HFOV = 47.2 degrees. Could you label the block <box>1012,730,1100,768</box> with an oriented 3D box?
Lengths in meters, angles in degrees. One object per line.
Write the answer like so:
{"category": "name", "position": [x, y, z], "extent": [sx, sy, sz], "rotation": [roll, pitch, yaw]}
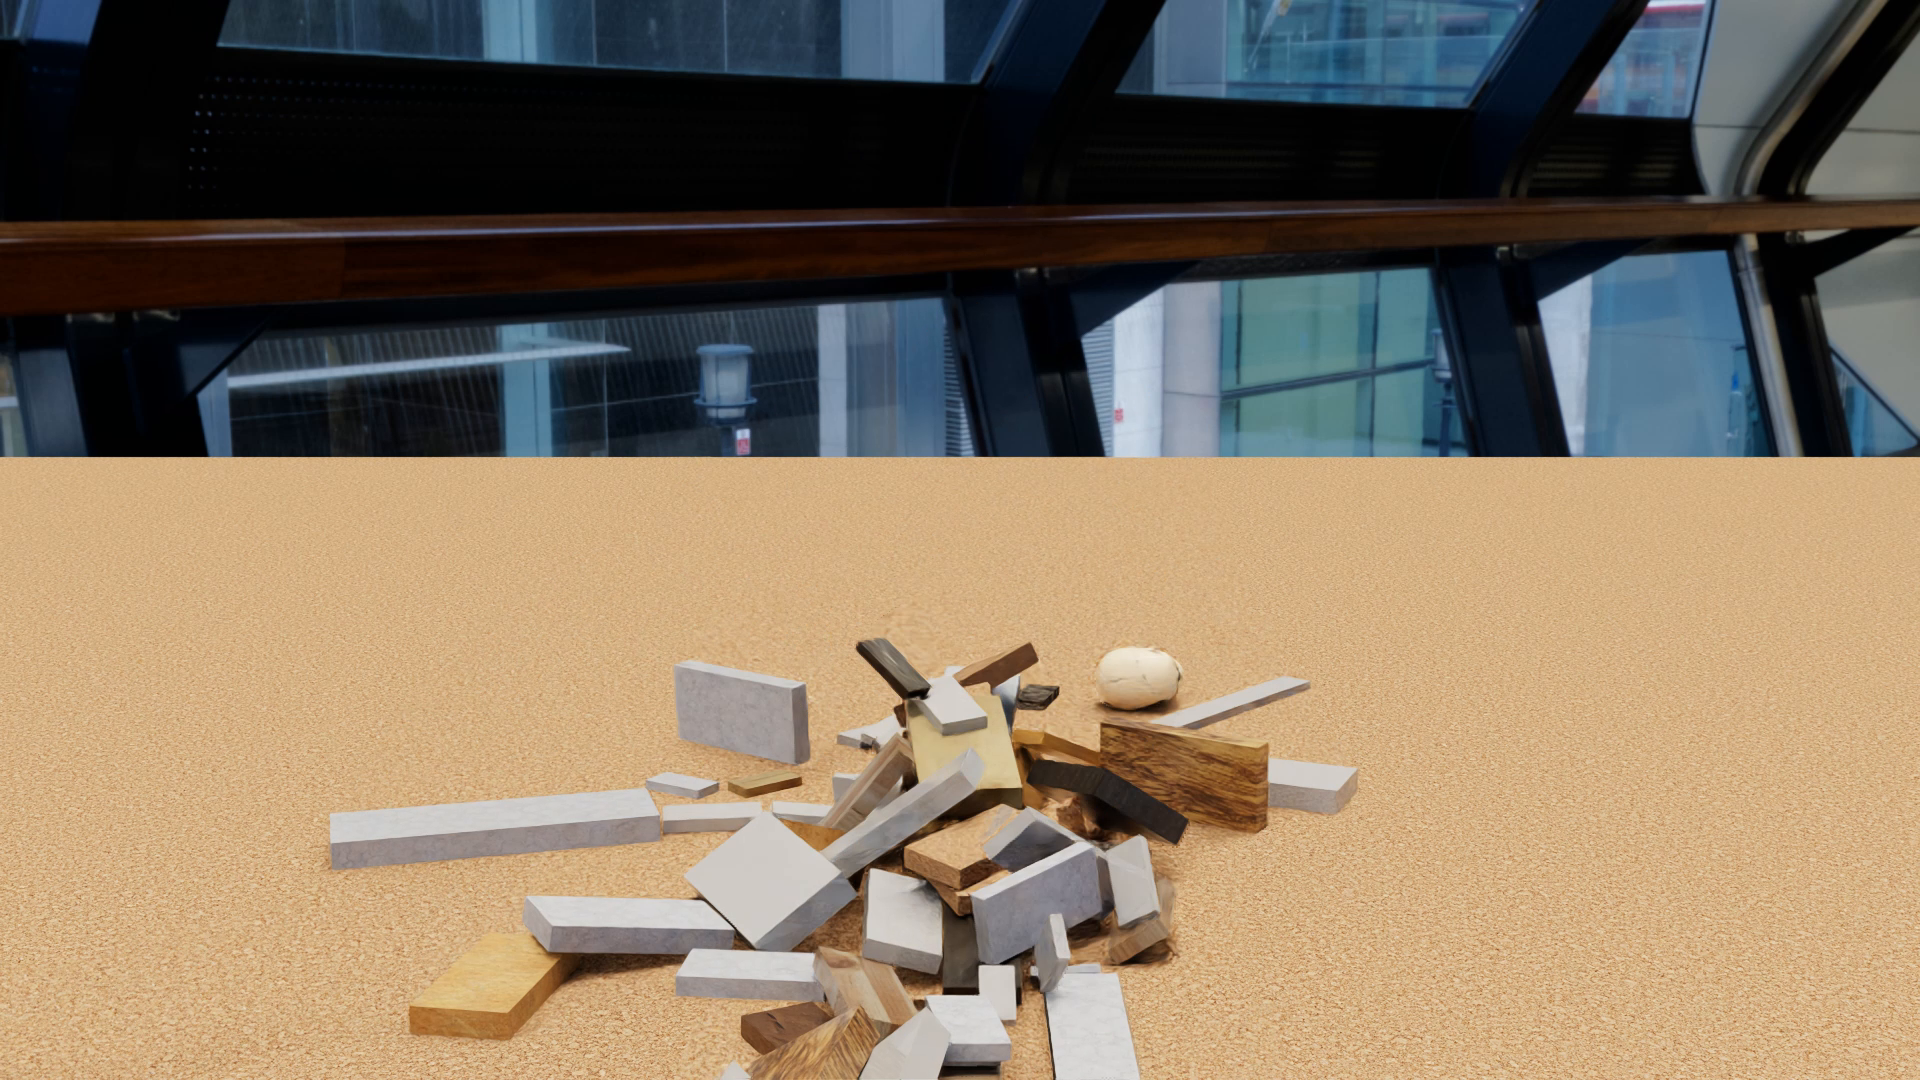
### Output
{"category": "block", "position": [0.191, 0.401, 4.232], "extent": [0.172, 0.024, 0.086], "rotation": [24, -15, -38]}

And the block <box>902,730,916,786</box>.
{"category": "block", "position": [-0.013, 0.461, 3.839], "extent": [0.171, 0.048, 0.342], "rotation": [-1, 36, -2]}

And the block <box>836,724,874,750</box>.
{"category": "block", "position": [-0.182, 0.408, 4.597], "extent": [0.070, 0.020, 0.139], "rotation": [10, 15, 44]}

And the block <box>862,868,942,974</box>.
{"category": "block", "position": [-0.088, 0.580, 3.360], "extent": [0.116, 0.033, 0.232], "rotation": [14, 17, -5]}

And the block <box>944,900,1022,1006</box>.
{"category": "block", "position": [0.033, 0.613, 3.295], "extent": [0.114, 0.032, 0.229], "rotation": [0, 25, 0]}

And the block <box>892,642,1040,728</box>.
{"category": "block", "position": [0.015, 0.288, 4.390], "extent": [0.156, 0.044, 0.312], "rotation": [-23, 1, 33]}

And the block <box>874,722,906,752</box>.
{"category": "block", "position": [-0.110, 0.403, 4.502], "extent": [0.069, 0.020, 0.139], "rotation": [20, 30, 23]}

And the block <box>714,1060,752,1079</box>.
{"category": "block", "position": [-0.331, 0.723, 2.672], "extent": [0.031, 0.111, 0.221], "rotation": [44, 15, 0]}

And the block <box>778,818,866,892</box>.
{"category": "block", "position": [-0.240, 0.533, 3.728], "extent": [0.181, 0.090, 0.026], "rotation": [7, -18, 31]}

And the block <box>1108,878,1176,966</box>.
{"category": "block", "position": [0.285, 0.593, 3.435], "extent": [0.097, 0.027, 0.194], "rotation": [-33, 5, 13]}

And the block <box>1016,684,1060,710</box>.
{"category": "block", "position": [0.169, 0.351, 4.902], "extent": [0.072, 0.020, 0.144], "rotation": [3, 11, 16]}

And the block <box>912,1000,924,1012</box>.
{"category": "block", "position": [-0.013, 0.662, 3.067], "extent": [0.086, 0.024, 0.172], "rotation": [3, -6, -8]}

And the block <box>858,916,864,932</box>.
{"category": "block", "position": [-0.127, 0.586, 3.523], "extent": [0.019, 0.066, 0.131], "rotation": [41, 11, -4]}

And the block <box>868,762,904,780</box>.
{"category": "block", "position": [-0.129, 0.461, 4.308], "extent": [0.069, 0.020, 0.139], "rotation": [-3, 11, -17]}

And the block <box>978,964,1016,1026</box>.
{"category": "block", "position": [0.054, 0.655, 3.163], "extent": [0.052, 0.015, 0.103], "rotation": [0, 36, -1]}

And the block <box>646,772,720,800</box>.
{"category": "block", "position": [-0.536, 0.474, 4.244], "extent": [0.130, 0.018, 0.065], "rotation": [7, 12, 32]}

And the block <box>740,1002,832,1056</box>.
{"category": "block", "position": [-0.207, 0.695, 3.018], "extent": [0.109, 0.031, 0.219], "rotation": [-6, 12, -28]}

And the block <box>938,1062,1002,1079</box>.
{"category": "block", "position": [-0.002, 0.702, 2.844], "extent": [0.110, 0.031, 0.221], "rotation": [2, -2, 2]}

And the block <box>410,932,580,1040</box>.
{"category": "block", "position": [-0.678, 0.651, 3.225], "extent": [0.146, 0.041, 0.292], "rotation": [2, 11, 10]}

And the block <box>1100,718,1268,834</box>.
{"category": "block", "position": [0.412, 0.433, 4.069], "extent": [0.323, 0.162, 0.046], "rotation": [7, 13, 32]}

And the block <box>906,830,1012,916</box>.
{"category": "block", "position": [0.008, 0.516, 3.445], "extent": [0.114, 0.032, 0.229], "rotation": [-7, 19, -21]}

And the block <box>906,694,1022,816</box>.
{"category": "block", "position": [0.002, 0.371, 3.826], "extent": [0.171, 0.048, 0.342], "rotation": [-2, 23, -5]}

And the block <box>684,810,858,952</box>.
{"category": "block", "position": [-0.307, 0.551, 3.511], "extent": [0.173, 0.049, 0.346], "rotation": [-38, 23, -14]}

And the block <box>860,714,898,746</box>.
{"category": "block", "position": [-0.140, 0.400, 4.561], "extent": [0.069, 0.020, 0.139], "rotation": [23, 24, 23]}

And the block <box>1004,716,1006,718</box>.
{"category": "block", "position": [0.012, 0.429, 4.230], "extent": [0.156, 0.044, 0.312], "rotation": [0, 23, 0]}

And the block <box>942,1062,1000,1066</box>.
{"category": "block", "position": [0.002, 0.678, 2.948], "extent": [0.086, 0.024, 0.172], "rotation": [2, -4, -6]}

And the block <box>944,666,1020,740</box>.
{"category": "block", "position": [0.031, 0.358, 4.494], "extent": [0.156, 0.044, 0.312], "rotation": [3, 27, 6]}

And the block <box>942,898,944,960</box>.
{"category": "block", "position": [0.029, 0.572, 3.451], "extent": [0.114, 0.032, 0.229], "rotation": [0, 29, -1]}

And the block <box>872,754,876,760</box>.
{"category": "block", "position": [-0.152, 0.445, 4.160], "extent": [0.017, 0.060, 0.120], "rotation": [16, -11, 13]}

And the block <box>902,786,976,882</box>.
{"category": "block", "position": [-0.009, 0.521, 3.632], "extent": [0.171, 0.048, 0.342], "rotation": [0, 28, -2]}

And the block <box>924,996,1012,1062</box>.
{"category": "block", "position": [0.009, 0.642, 2.897], "extent": [0.086, 0.024, 0.172], "rotation": [2, 9, -10]}
